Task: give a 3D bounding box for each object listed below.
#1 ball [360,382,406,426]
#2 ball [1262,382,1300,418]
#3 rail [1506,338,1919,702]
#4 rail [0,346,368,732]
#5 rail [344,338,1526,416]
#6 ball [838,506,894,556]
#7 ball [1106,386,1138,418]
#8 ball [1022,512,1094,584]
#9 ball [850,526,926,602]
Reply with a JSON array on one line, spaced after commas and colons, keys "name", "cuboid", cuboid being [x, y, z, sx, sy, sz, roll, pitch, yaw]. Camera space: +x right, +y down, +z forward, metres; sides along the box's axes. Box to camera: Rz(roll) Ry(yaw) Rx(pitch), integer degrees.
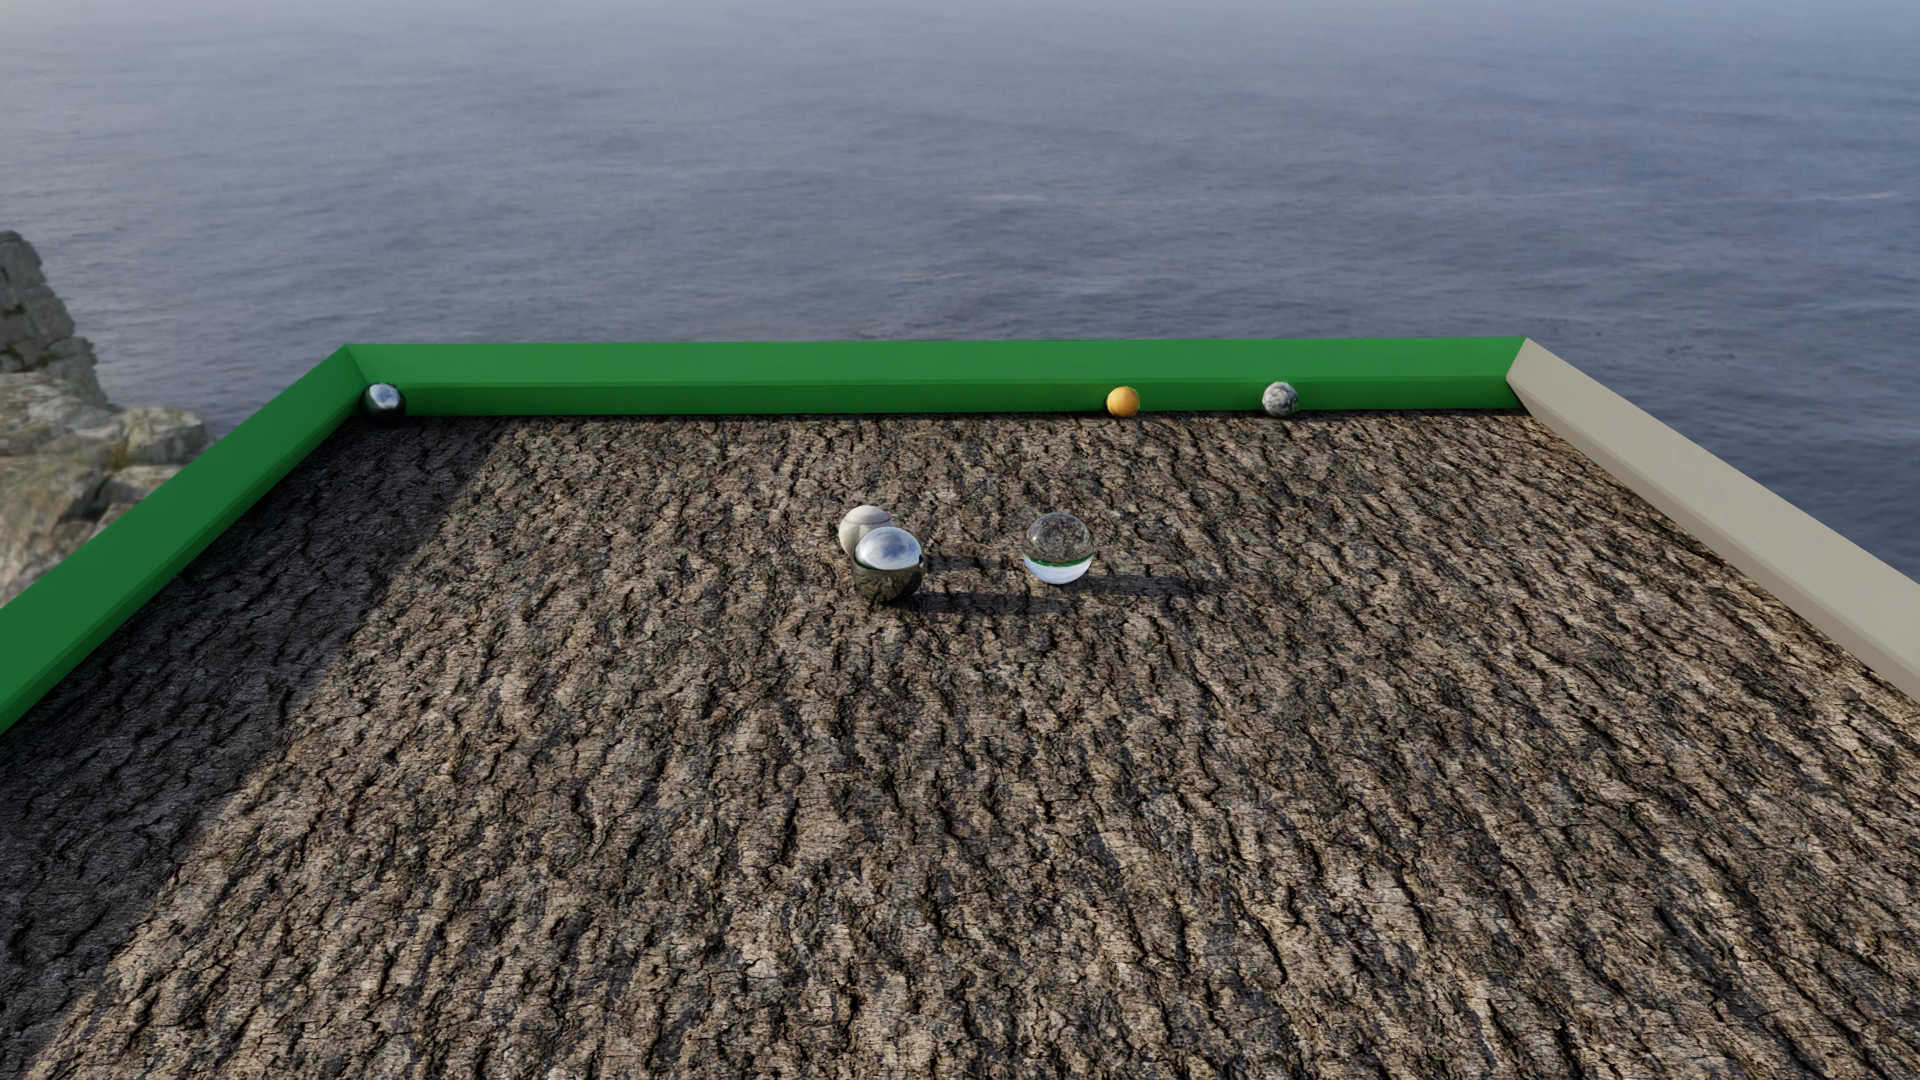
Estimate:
[{"name": "ball", "cuboid": [-0.955, -0.225, 3.641, 0.075, 0.075, 0.075, 0, 15, 0]}, {"name": "ball", "cuboid": [0.541, -0.236, 3.710, 0.061, 0.061, 0.061, 0, 15, 0]}, {"name": "rail", "cuboid": [1.012, 0.222, 1.935, 0.045, 0.122, 3.822, -1, 15, -2]}, {"name": "rail", "cuboid": [-0.947, 0.240, 1.871, 0.045, 0.122, 3.822, -1, 15, -2]}, {"name": "rail", "cuboid": [-0.032, -0.272, 3.721, 2.008, 0.122, 0.045, -1, 15, -2]}, {"name": "ball", "cuboid": [-0.121, -0.008, 2.862, 0.074, 0.074, 0.074, 0, 15, 0]}, {"name": "ball", "cuboid": [0.274, -0.232, 3.710, 0.053, 0.053, 0.053, 0, 15, 0]}, {"name": "ball", "cuboid": [0.123, 0.010, 2.761, 0.091, 0.091, 0.091, 0, 15, 0]}, {"name": "ball", "cuboid": [-0.087, 0.030, 2.686, 0.094, 0.094, 0.094, 0, 15, 0]}]
